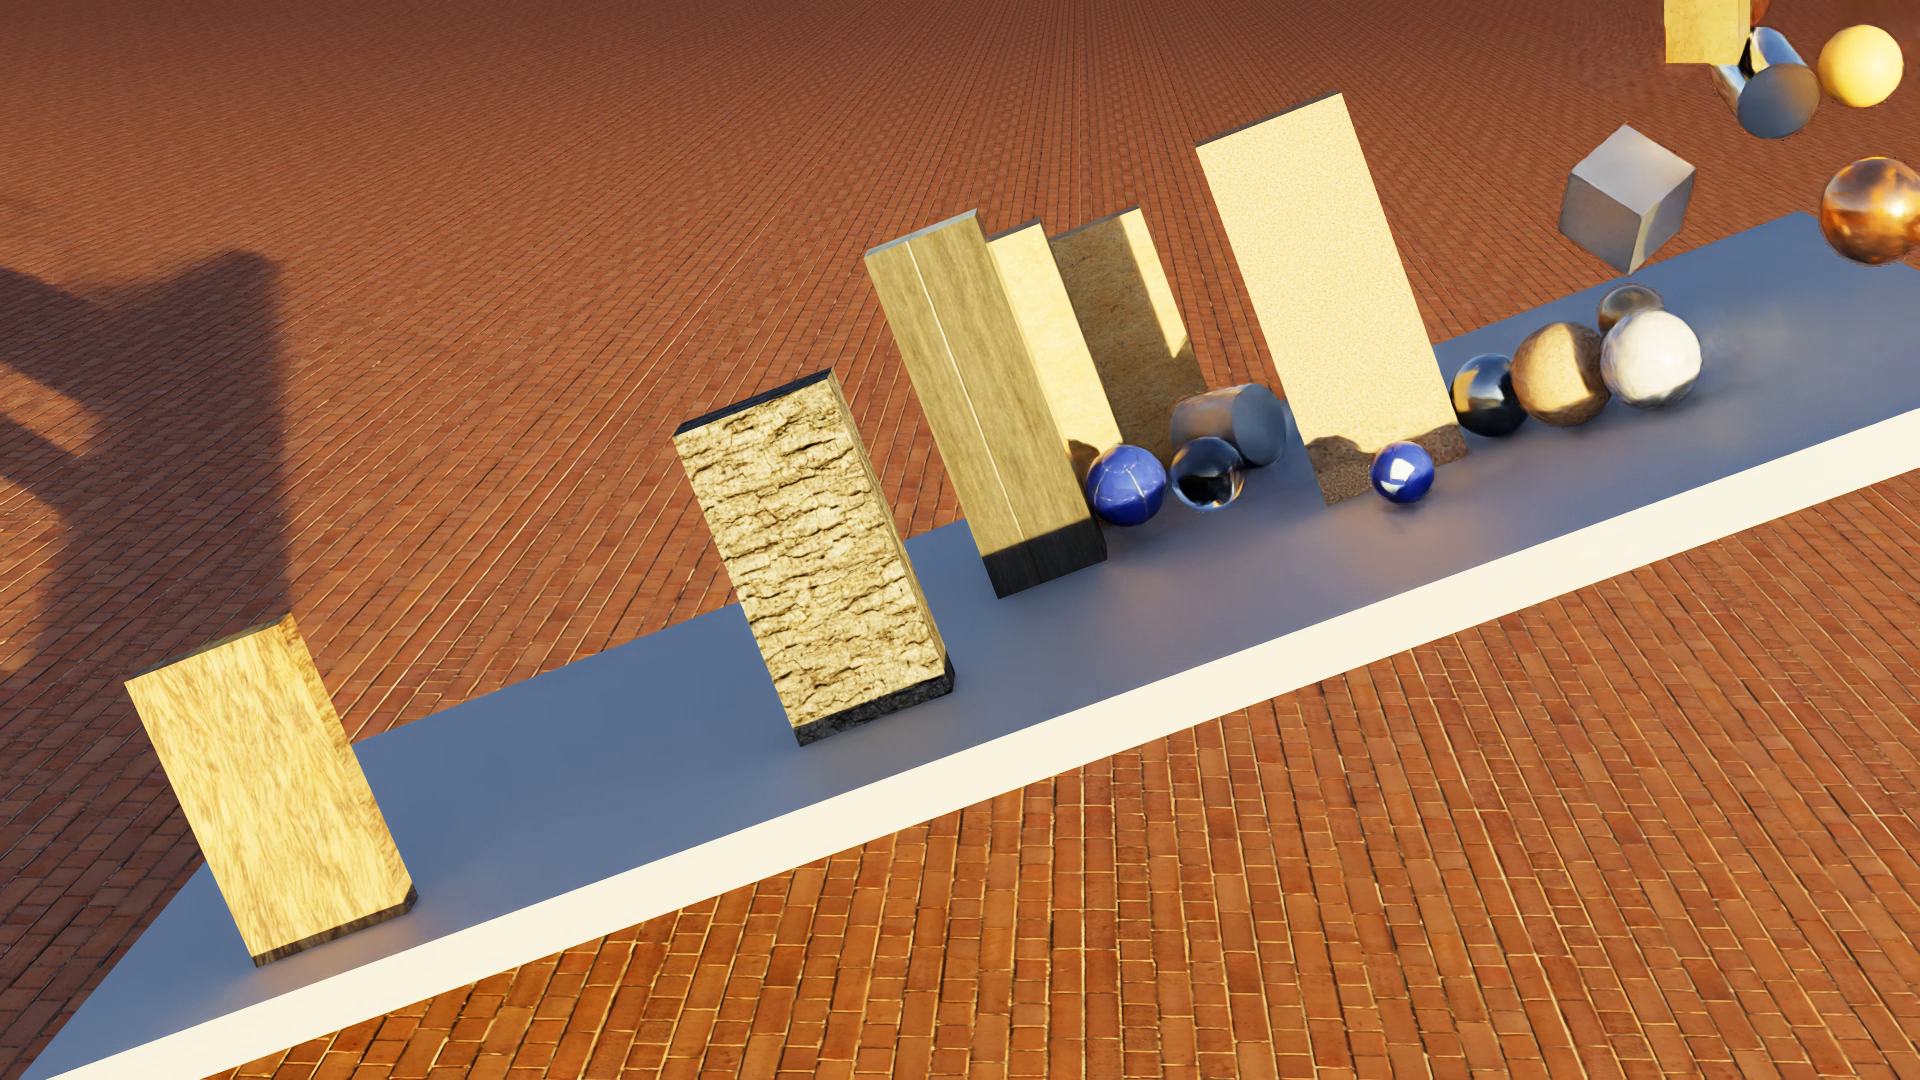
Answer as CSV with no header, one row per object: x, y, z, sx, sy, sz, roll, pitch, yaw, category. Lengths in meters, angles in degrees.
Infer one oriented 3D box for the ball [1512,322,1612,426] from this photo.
1.206,-0.332,5.876,0.208,0.208,0.208,0,13,0,ball

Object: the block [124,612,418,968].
-1.330,0.487,5.700,0.325,0.618,0.091,-20,12,7,block

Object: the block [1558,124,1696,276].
1.404,-0.717,6.198,0.186,0.186,0.186,38,64,25,block

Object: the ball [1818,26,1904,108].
1.877,-0.987,6.130,0.170,0.170,0.170,0,13,0,ball

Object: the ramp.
0.120,0.175,6.294,4.000,0.100,2.000,-20,12,7,ramp

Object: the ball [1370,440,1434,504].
0.871,-0.134,5.789,0.124,0.124,0.124,0,13,0,ball

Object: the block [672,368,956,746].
-0.281,0.034,5.756,0.320,0.663,0.139,-20,12,7,block

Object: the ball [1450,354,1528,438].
1.087,-0.296,6.017,0.170,0.170,0.170,0,13,0,ball

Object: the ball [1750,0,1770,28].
1.639,-1.176,6.309,0.197,0.197,0.197,0,13,0,ball

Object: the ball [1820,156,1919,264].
1.780,-0.641,5.723,0.208,0.208,0.208,0,13,0,ball

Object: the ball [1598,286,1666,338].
1.429,-0.468,6.251,0.145,0.145,0.145,0,13,0,ball

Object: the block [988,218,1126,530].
0.126,-0.326,6.582,0.375,0.692,0.125,-20,12,7,block

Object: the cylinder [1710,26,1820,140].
1.704,-0.968,6.230,0.178,0.178,0.178,-2,34,-6,cylinder

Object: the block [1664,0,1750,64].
1.565,-1.100,6.154,0.149,0.149,0.149,6,41,23,block

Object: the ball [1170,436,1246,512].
0.533,-0.142,6.336,0.162,0.162,0.162,0,13,0,ball

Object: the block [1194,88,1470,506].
0.755,-0.489,5.969,0.306,0.782,0.110,-20,12,7,block

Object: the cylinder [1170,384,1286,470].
0.603,-0.247,6.625,0.186,0.186,0.186,-13,3,-44,cylinder

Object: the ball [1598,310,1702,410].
1.344,-0.351,5.730,0.195,0.195,0.195,0,13,0,ball

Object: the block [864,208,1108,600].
0.059,-0.290,6.295,0.251,0.789,0.132,-20,12,7,block

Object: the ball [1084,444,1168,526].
0.359,-0.118,6.344,0.178,0.178,0.178,0,13,0,ball

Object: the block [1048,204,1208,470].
0.385,-0.451,6.908,0.298,0.600,0.091,-20,12,7,block
